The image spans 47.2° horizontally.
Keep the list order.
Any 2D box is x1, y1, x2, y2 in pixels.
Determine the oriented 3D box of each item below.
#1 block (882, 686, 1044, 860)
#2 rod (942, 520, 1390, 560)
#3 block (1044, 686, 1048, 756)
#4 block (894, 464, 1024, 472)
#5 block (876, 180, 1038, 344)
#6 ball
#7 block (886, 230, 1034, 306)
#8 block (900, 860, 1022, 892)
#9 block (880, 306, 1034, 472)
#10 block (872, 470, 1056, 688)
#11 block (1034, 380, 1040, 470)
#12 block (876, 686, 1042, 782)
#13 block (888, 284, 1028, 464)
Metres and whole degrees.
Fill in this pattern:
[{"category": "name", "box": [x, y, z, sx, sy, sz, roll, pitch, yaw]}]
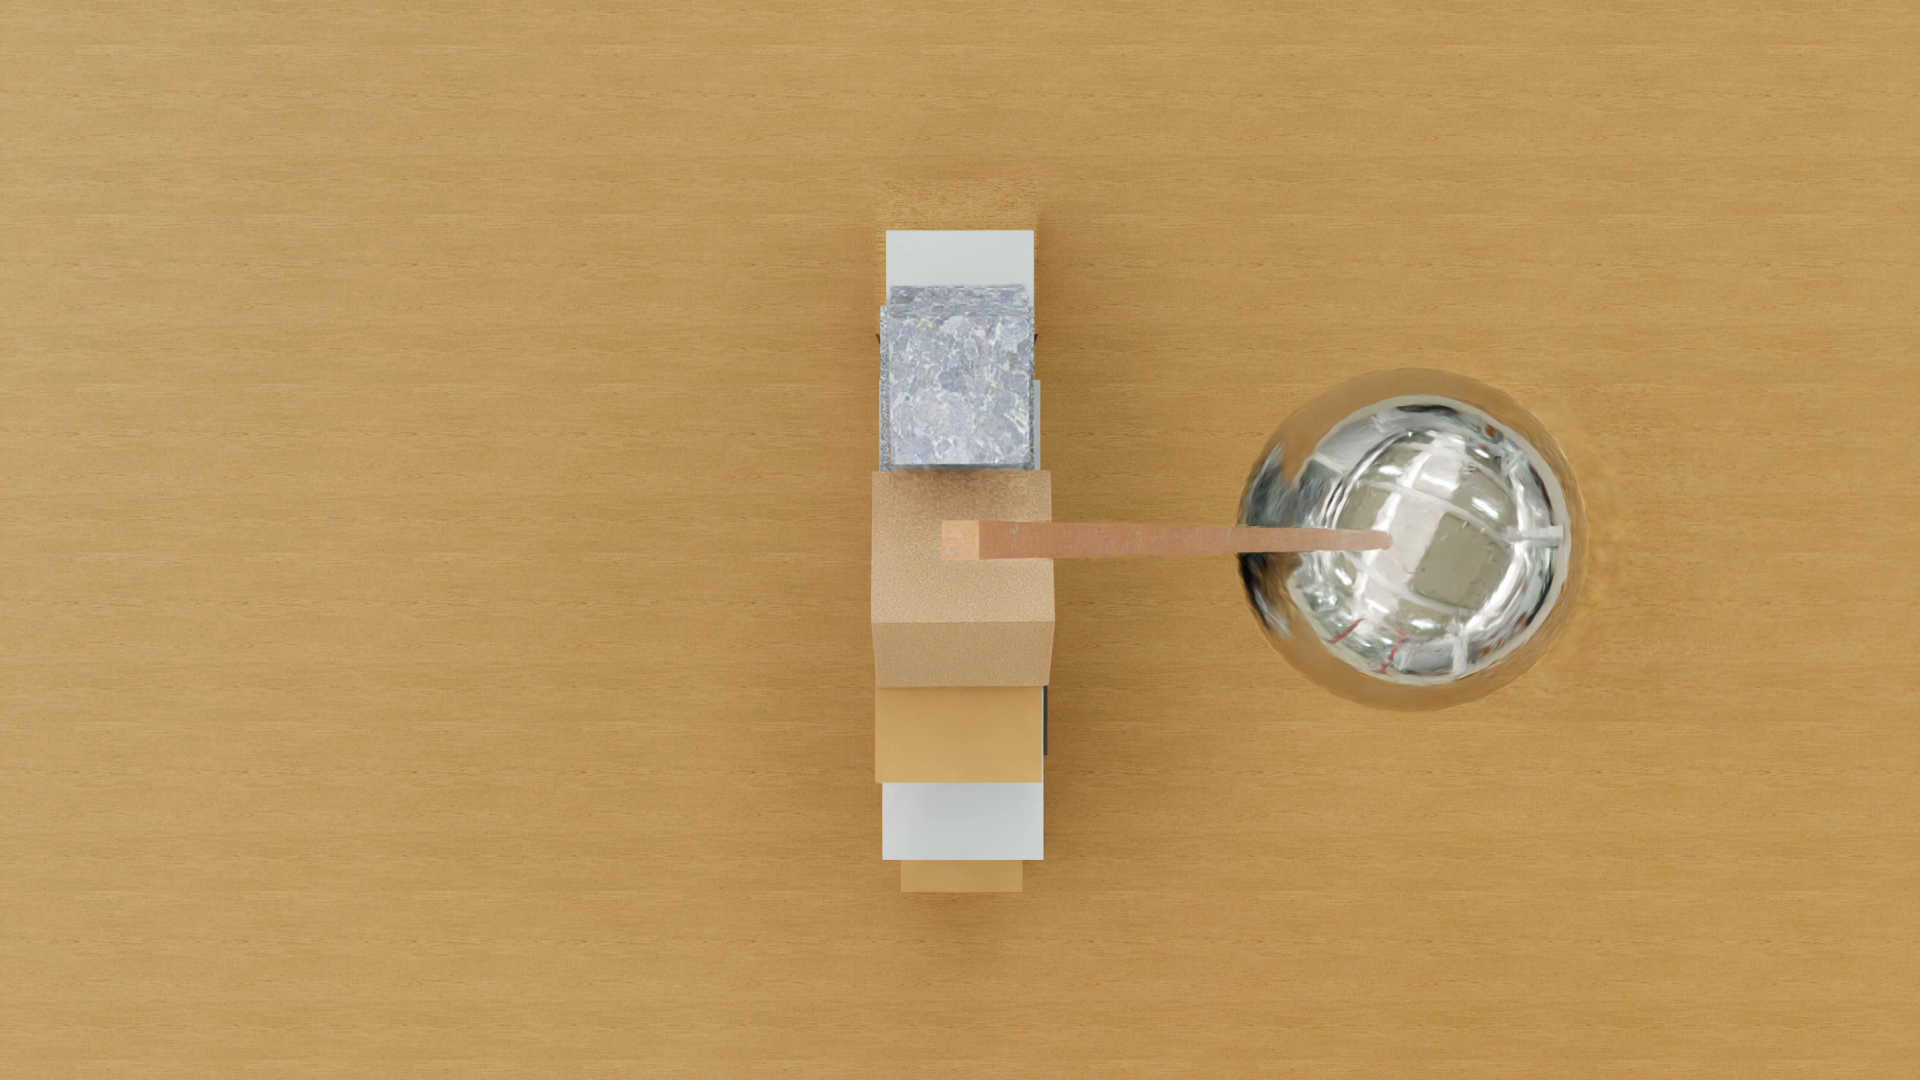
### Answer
[{"category": "block", "box": [0.015, 1.162, 11.501, 0.809, 0.855, 0.895, 0, 90, 0]}, {"category": "rod", "box": [0.899, 0.000, 6.981, 0.080, 5.200, 0.080, 0, 90, 20]}, {"category": "block", "box": [0.014, 0.672, 12.464, 0.921, 1.072, 0.992, 0, 90, 0]}, {"category": "block", "box": [-0.008, -0.552, 10.236, 0.588, 0.571, 0.625, -1, 91, 0]}, {"category": "block", "box": [-0.018, -1.554, 12.539, 0.897, 0.922, 0.843, 0, 90, 0]}, {"category": "ball", "box": [2.074, 0.000, 10.171, 1.600, 1.600, 1.600, 0, 90, 0]}, {"category": "block", "box": [-0.001, -1.226, 11.741, 0.765, 0.673, 0.763, 0, 91, 0]}, {"category": "block", "box": [0.009, 1.577, 12.673, 0.683, 0.655, 0.798, 0, 90, 0]}, {"category": "block", "box": [-0.013, -0.710, 10.965, 0.735, 0.889, 0.830, 0, 91, 0]}, {"category": "block", "box": [0.010, 0.184, 9.986, 0.794, 0.753, 0.734, 0, 65, 0]}, {"category": "block", "box": [-0.002, -0.451, 11.847, 0.843, 0.686, 0.771, 0, 90, 0]}, {"category": "block", "box": [-0.006, 0.770, 10.686, 0.780, 0.775, 0.732, 0, 90, 0]}, {"category": "block", "box": [-0.004, -0.726, 9.566, 0.587, 0.593, 0.643, -1, 109, 0]}]
